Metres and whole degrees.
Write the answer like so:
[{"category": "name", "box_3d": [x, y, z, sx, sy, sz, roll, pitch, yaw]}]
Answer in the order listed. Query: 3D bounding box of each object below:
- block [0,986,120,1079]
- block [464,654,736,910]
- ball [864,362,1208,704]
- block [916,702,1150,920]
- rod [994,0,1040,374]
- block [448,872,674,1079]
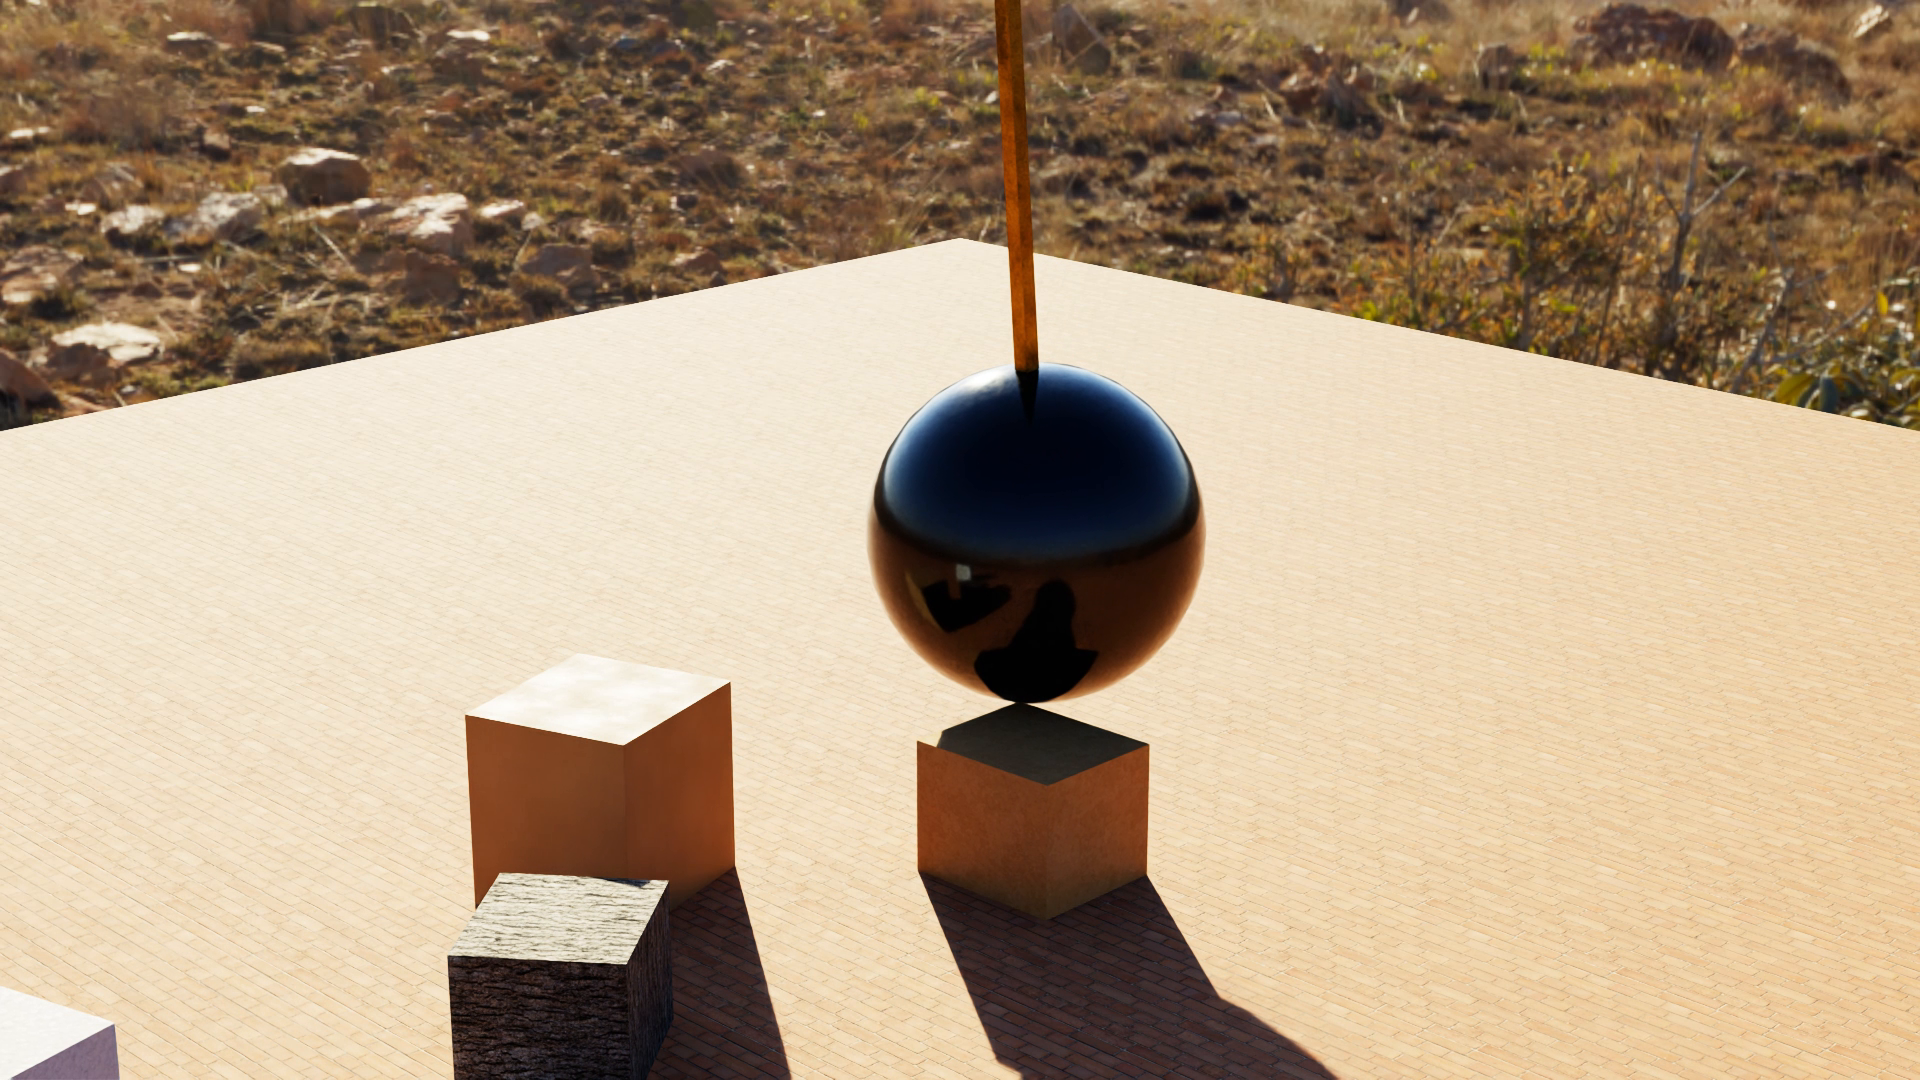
[{"category": "block", "box_3d": [-3.542, 2.114, 10.287, 0.856, 0.797, 0.810, 10, 20, 29]}, {"category": "block", "box_3d": [-1.607, 1.135, 13.219, 0.826, 0.908, 0.890, 9, 19, 25]}, {"category": "ball", "box_3d": [0.354, -0.034, 13.702, 1.600, 1.600, 1.600, 0, 17, 0]}, {"category": "block", "box_3d": [0.331, 1.222, 13.385, 0.799, 0.642, 0.692, 16, 23, 41]}, {"category": "rod", "box_3d": [0.153, -3.206, 12.495, 0.080, 5.200, 0.080, 17, 29, 42]}, {"category": "block", "box_3d": [-1.571, 1.781, 11.642, 0.699, 0.621, 0.778, 2, 18, 6]}]
